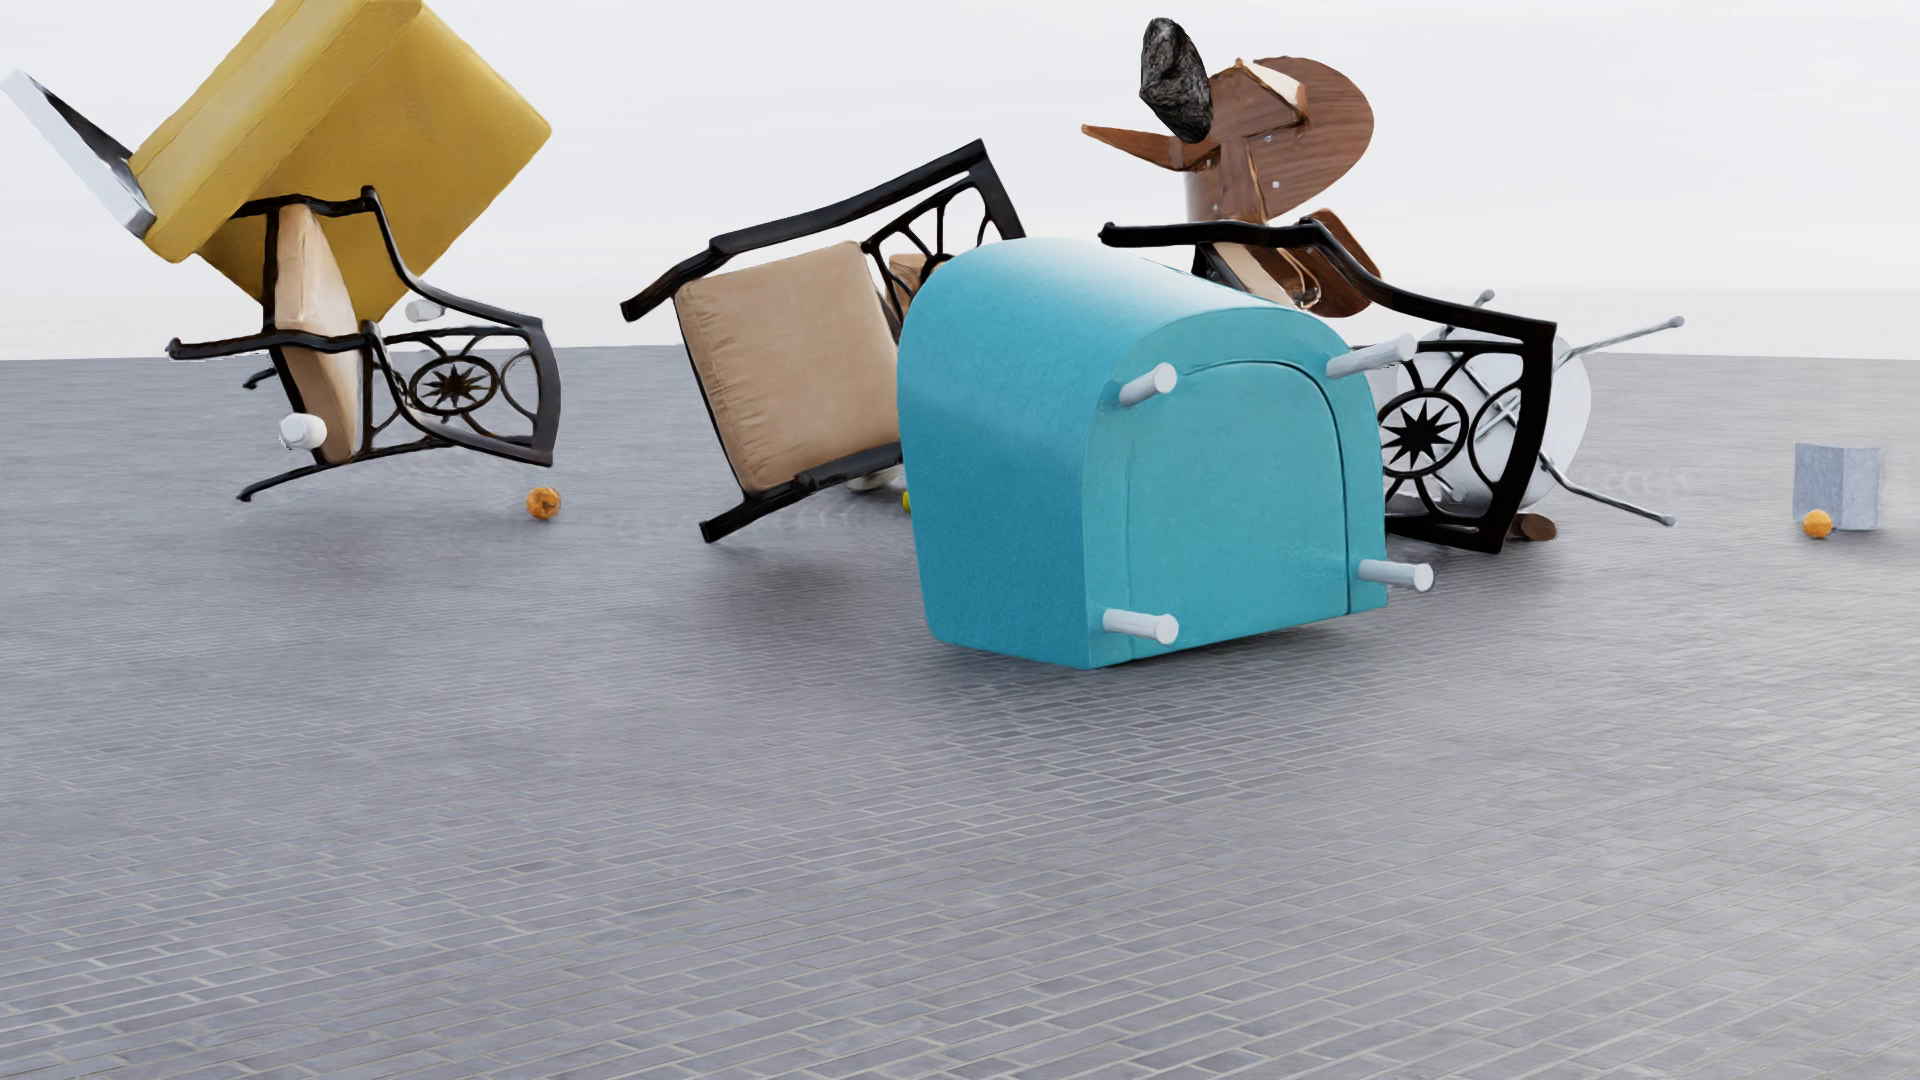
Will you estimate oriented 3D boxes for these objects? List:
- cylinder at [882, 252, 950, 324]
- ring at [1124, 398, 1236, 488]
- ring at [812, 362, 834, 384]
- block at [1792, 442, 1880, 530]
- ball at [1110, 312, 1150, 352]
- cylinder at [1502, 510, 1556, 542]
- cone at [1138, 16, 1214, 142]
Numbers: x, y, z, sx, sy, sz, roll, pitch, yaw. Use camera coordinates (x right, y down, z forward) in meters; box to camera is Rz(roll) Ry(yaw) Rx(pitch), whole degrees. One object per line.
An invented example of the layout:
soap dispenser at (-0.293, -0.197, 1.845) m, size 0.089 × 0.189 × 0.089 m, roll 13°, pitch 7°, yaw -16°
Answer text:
cylinder at (-0.135, -0.779, 7.945) m, size 0.189 × 0.177 × 0.199 m, roll 10°, pitch 19°, yaw 6°
ring at (0.460, -0.202, 5.362) m, size 0.261 × 0.129 × 0.192 m, roll -30°, pitch -12°, yaw 37°
ring at (-0.437, -0.532, 8.177) m, size 0.062 × 0.057 × 0.180 m, roll -27°, pitch 1°, yaw -8°
block at (2.323, -0.147, 6.806) m, size 0.102 × 0.211 × 0.255 m, roll -1°, pitch 6°, yaw -10°
ball at (0.570, -0.698, 8.608) m, size 0.131 × 0.131 × 0.131 m, roll 0°, pitch 6°, yaw 0°
cylinder at (1.422, -0.036, 6.413) m, size 0.100 × 0.064 × 0.112 m, roll 21°, pitch 1°, yaw -14°
cone at (0.311, -0.708, 4.026) m, size 0.115 × 0.208 × 0.111 m, roll -12°, pitch 14°, yaw 46°
